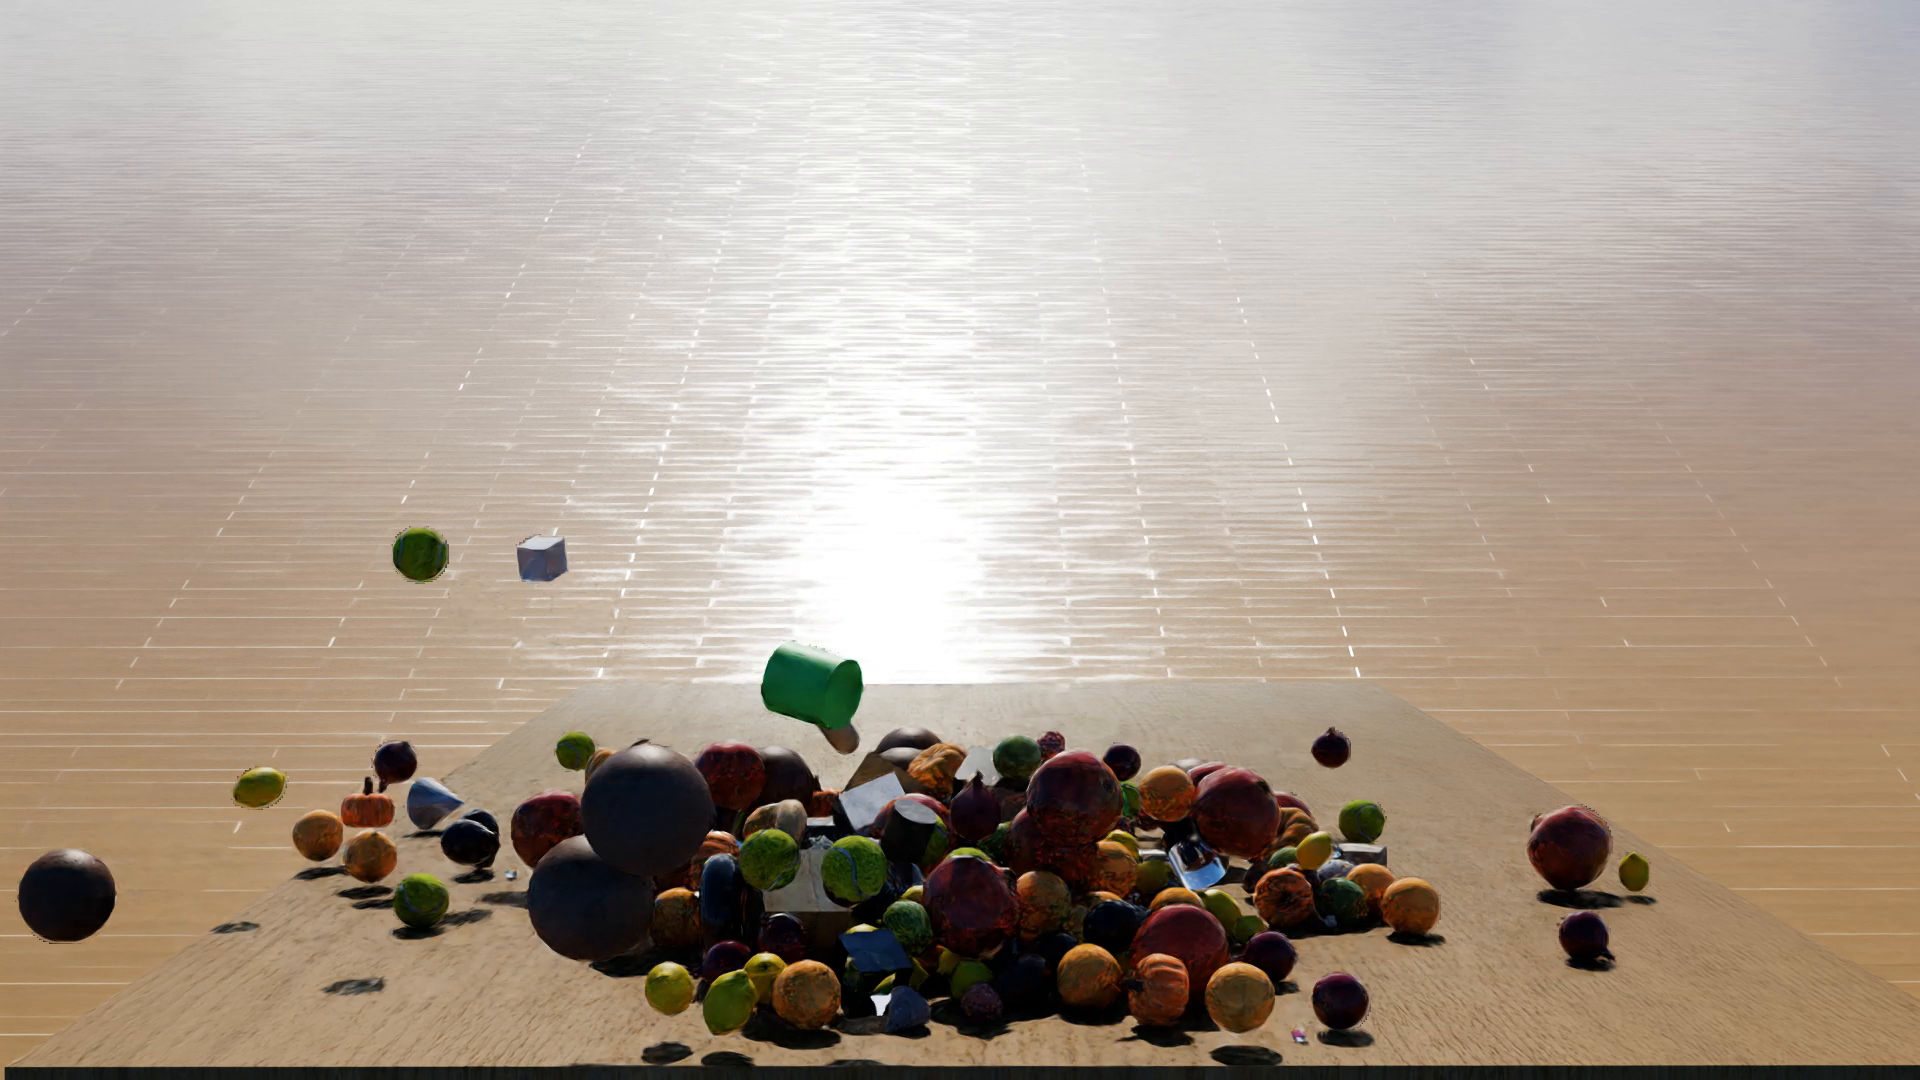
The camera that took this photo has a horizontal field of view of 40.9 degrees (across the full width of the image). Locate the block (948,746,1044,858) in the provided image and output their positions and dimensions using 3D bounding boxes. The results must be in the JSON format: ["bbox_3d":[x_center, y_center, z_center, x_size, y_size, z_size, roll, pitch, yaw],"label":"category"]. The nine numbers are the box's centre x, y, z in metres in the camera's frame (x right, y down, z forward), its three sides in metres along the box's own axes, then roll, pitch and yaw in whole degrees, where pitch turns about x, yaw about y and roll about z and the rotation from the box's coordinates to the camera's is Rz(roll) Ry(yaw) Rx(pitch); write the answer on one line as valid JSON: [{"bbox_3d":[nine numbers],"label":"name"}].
[{"bbox_3d":[0.046,0.342,3.369,0.096,0.096,0.096,10,24,13],"label":"block"}]

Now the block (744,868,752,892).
[{"bbox_3d":[-0.239,0.447,3.277,0.059,0.059,0.059,-10,20,38],"label":"block"}]

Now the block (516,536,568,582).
[{"bbox_3d":[-0.629,0.029,3.873,0.052,0.052,0.052,4,21,24],"label":"block"}]

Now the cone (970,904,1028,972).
[{"bbox_3d":[0.052,0.459,3.008,0.072,0.072,0.072,10,5,-1],"label":"cone"}]

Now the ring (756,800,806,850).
[{"bbox_3d":[-0.224,0.376,3.198,0.038,0.114,0.114,21,21,-12],"label":"ring"}]

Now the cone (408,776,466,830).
[{"bbox_3d":[-0.811,0.415,4.060,0.084,0.084,0.084,-3,19,31],"label":"cone"}]

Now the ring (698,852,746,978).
[{"bbox_3d":[-0.274,0.432,2.972,0.048,0.143,0.143,-2,24,-2],"label":"ring"}]

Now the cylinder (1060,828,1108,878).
[{"bbox_3d":[0.178,0.444,3.661,0.061,0.061,0.061,4,3,10],"label":"cylinder"}]

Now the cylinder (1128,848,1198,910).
[{"bbox_3d":[0.267,0.445,3.376,0.078,0.078,0.078,-6,22,12],"label":"cylinder"}]

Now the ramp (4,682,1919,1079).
[{"bbox_3d":[0.054,0.491,4.542,2.000,0.100,4.000,0,2,0],"label":"ramp"}]

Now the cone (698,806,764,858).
[{"bbox_3d":[-0.332,0.434,3.586,0.095,0.095,0.095,7,61,15],"label":"cone"}]

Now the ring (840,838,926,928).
[{"bbox_3d":[-0.094,0.410,3.076,0.121,0.040,0.121,25,37,-20],"label":"ring"}]

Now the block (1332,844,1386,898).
[{"bbox_3d":[0.543,0.450,3.502,0.063,0.063,0.063,1,2,18],"label":"block"}]

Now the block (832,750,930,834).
[{"bbox_3d":[-0.109,0.362,3.517,0.095,0.095,0.095,31,73,8],"label":"block"}]

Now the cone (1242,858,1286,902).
[{"bbox_3d":[0.420,0.468,3.452,0.059,0.059,0.059,-13,37,-28],"label":"cone"}]

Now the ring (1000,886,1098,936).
[{"bbox_3d":[0.103,0.468,3.248,0.141,0.047,0.141,0,3,0],"label":"ring"}]

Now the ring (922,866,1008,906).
[{"bbox_3d":[0.004,0.463,3.439,0.123,0.041,0.123,0,5,0],"label":"ring"}]

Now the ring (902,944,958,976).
[{"bbox_3d":[-0.041,0.488,2.991,0.080,0.027,0.080,1,3,0],"label":"ring"}]

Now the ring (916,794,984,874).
[{"bbox_3d":[-0.019,0.419,3.621,0.139,0.046,0.139,-25,43,26],"label":"ring"}]

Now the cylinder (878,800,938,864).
[{"bbox_3d":[-0.062,0.349,3.082,0.056,0.056,0.056,19,19,-7],"label":"cylinder"}]

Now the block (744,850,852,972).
[{"bbox_3d":[-0.187,0.425,2.955,0.099,0.099,0.099,2,37,-14],"label":"block"}]

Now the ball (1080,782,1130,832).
[{"bbox_3d":[0.228,0.421,4.051,0.078,0.078,0.078,0,24,0],"label":"ball"}]

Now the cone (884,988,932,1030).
[{"bbox_3d":[-0.065,0.502,2.693,0.051,0.051,0.051,16,25,33],"label":"cone"}]

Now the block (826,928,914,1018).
[{"bbox_3d":[-0.098,0.467,2.771,0.064,0.064,0.064,-1,32,-28],"label":"block"}]

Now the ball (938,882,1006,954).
[{"bbox_3d":[0.016,0.455,3.097,0.085,0.085,0.085,0,24,0],"label":"ball"}]

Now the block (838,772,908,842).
[{"bbox_3d":[-0.103,0.374,3.402,0.080,0.080,0.080,-22,35,-7],"label":"block"}]

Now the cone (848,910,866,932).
[{"bbox_3d":[-0.156,0.441,3.117,0.072,0.072,0.072,-6,37,-14],"label":"cone"}]

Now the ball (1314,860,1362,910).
[{"bbox_3d":[0.497,0.453,3.389,0.065,0.065,0.065,0,24,0],"label":"ball"}]

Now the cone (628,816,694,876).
[{"bbox_3d":[-0.417,0.402,3.543,0.090,0.090,0.090,-5,19,-12],"label":"cone"}]

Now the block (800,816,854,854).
[{"bbox_3d":[-0.183,0.435,3.596,0.086,0.086,0.086,0,2,-5],"label":"block"}]

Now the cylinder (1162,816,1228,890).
[{"bbox_3d":[0.301,0.401,3.297,0.066,0.066,0.066,-8,43,-18],"label":"cylinder"}]

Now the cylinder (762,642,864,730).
[{"bbox_3d":[-0.196,0.194,3.428,0.098,0.098,0.098,14,27,28],"label":"cylinder"}]

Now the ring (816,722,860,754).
[{"bbox_3d":[-0.203,0.272,3.968,0.045,0.136,0.136,-36,32,-6],"label":"ring"}]

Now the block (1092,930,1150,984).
[{"bbox_3d":[0.185,0.477,2.950,0.051,0.051,0.051,1,2,23],"label":"block"}]
